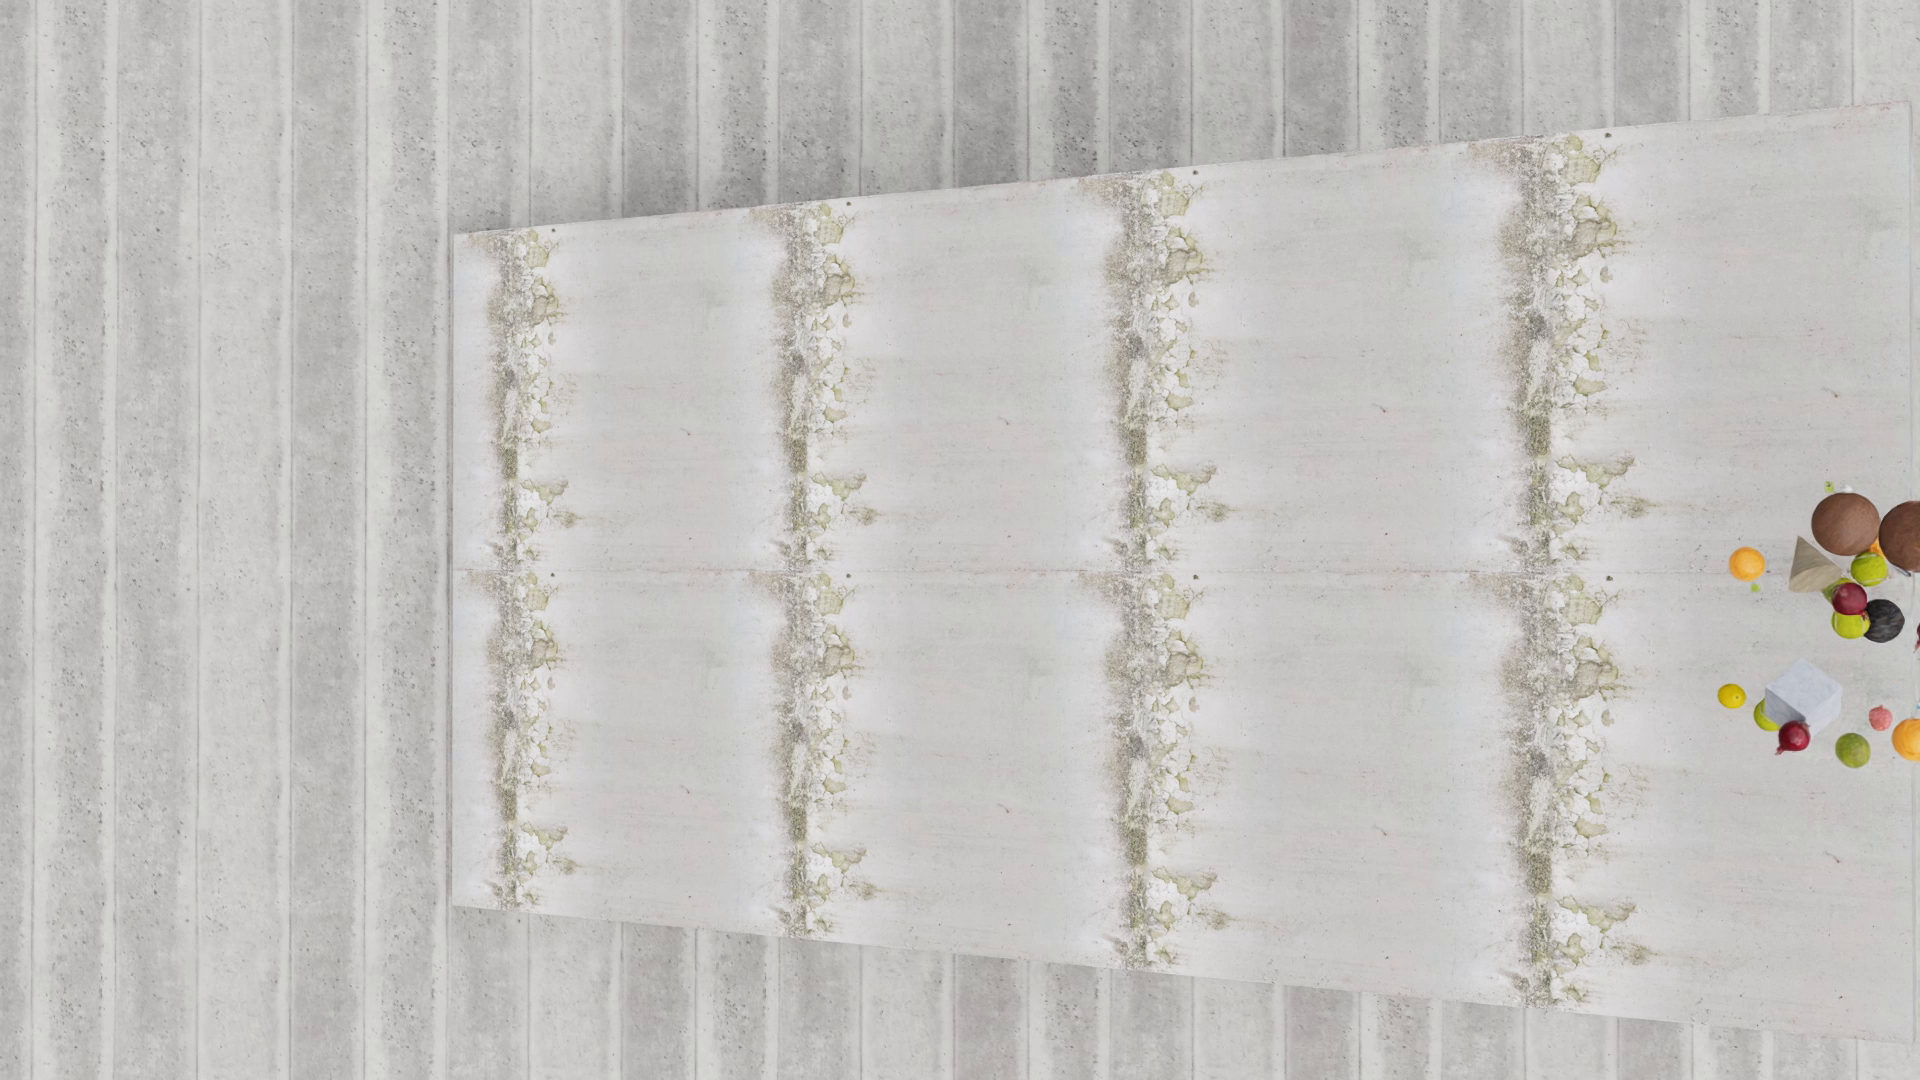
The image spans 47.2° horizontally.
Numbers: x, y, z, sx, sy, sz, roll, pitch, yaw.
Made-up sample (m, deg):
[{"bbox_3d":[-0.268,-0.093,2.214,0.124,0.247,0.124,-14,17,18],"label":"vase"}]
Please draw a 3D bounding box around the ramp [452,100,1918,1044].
[{"bbox_3d":[0.276,0.077,5.648,4.000,0.100,2.000,0,89,28],"label":"ramp"}]

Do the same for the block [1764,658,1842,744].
[{"bbox_3d":[1.647,0.314,4.298,0.099,0.099,0.099,-36,51,-12],"label":"block"}]

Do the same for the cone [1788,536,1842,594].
[{"bbox_3d":[1.569,0.031,4.076,0.098,0.098,0.098,-8,58,0],"label":"cone"}]

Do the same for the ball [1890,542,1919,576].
[{"bbox_3d":[1.830,0.037,4.242,0.065,0.065,0.065,0,89,0],"label":"ball"}]

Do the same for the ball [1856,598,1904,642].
[{"bbox_3d":[1.886,0.165,4.506,0.090,0.090,0.090,0,89,0],"label":"ball"}]

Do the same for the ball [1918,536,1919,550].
[{"bbox_3d":[1.694,0.004,3.817,0.059,0.059,0.059,0,89,0],"label":"ball"}]
